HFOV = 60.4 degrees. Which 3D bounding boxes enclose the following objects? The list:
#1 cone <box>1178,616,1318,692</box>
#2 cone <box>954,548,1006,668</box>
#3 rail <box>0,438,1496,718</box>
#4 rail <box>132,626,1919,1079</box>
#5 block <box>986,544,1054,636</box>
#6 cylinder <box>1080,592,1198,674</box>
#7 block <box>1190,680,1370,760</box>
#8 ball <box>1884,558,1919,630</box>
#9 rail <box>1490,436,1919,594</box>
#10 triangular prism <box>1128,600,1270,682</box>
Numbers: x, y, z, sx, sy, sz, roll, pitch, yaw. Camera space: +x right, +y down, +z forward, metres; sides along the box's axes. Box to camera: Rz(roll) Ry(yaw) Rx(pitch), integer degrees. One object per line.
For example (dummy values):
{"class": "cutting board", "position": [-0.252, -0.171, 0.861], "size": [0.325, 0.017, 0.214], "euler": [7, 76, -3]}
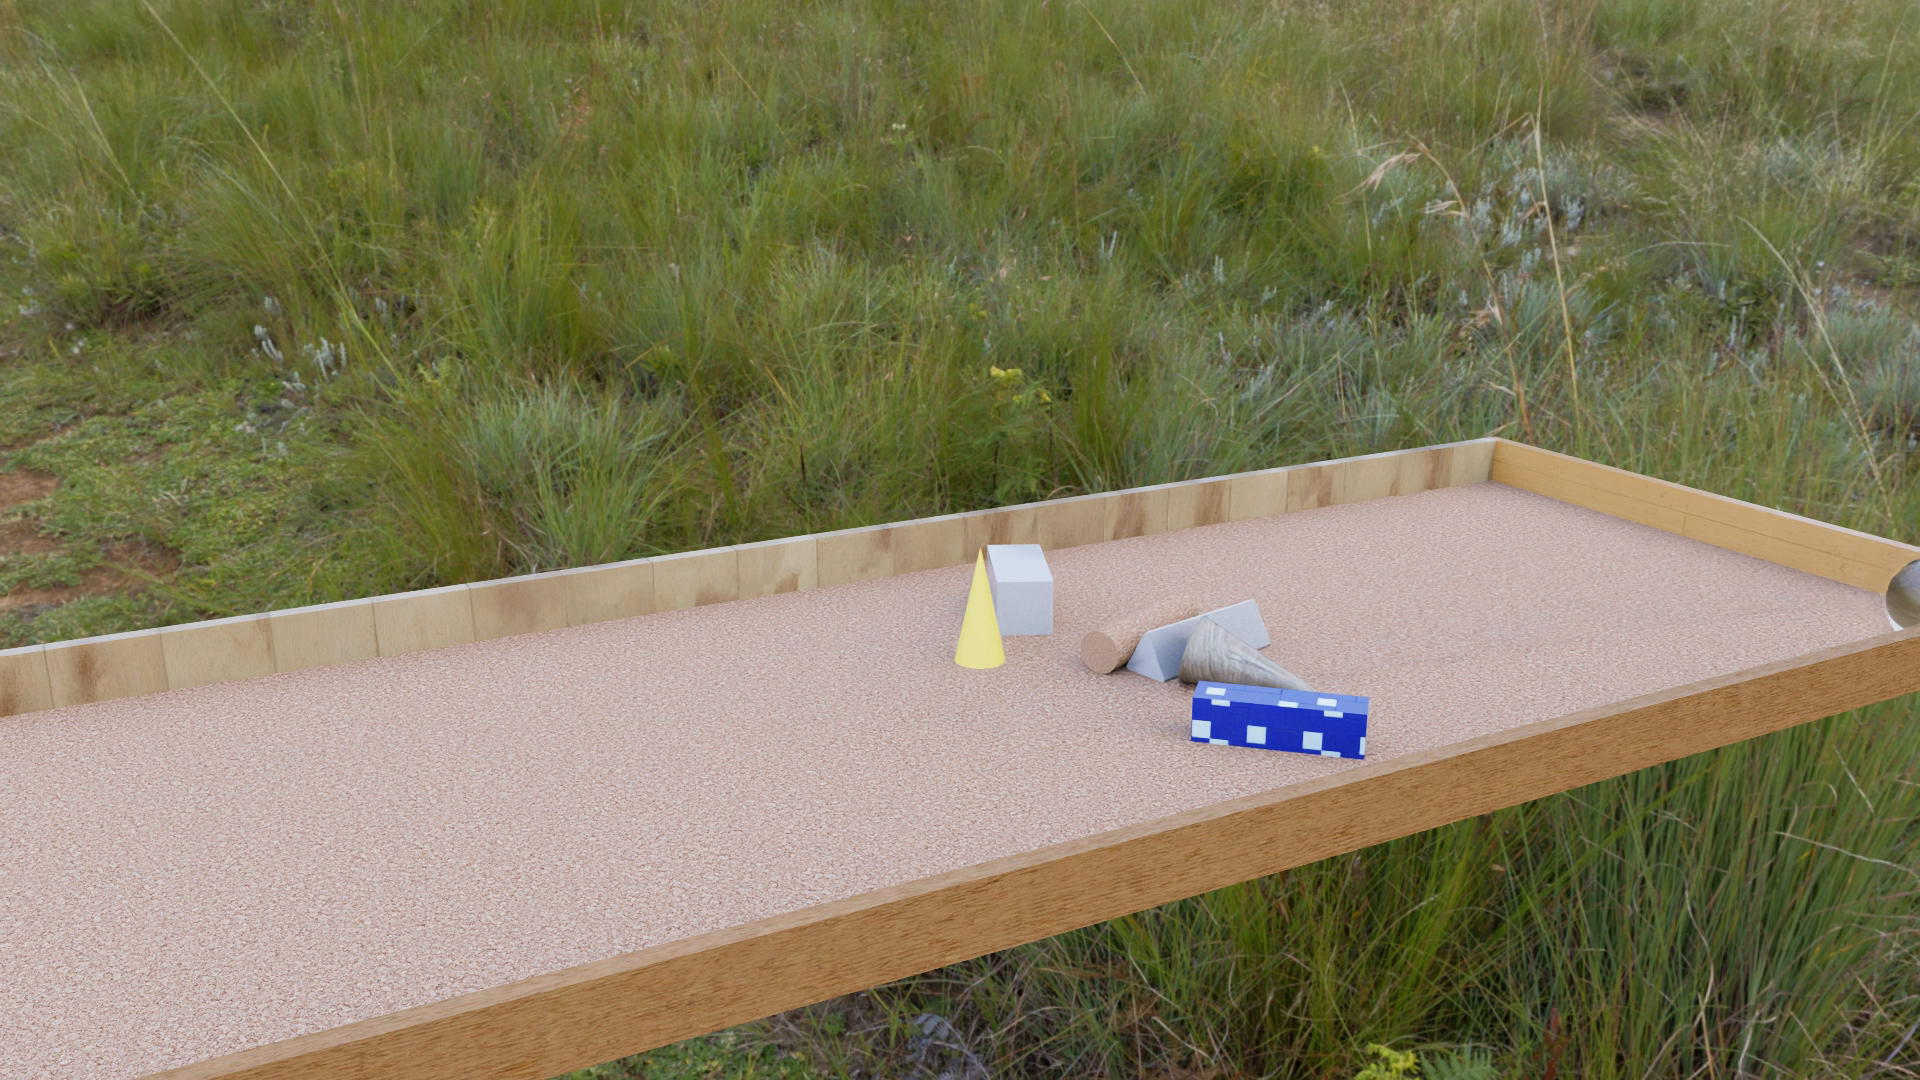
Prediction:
{"class": "cone", "position": [0.748, 0.334, 4.064], "size": [0.377, 0.176, 0.176], "euler": [21, 23, 19]}
{"class": "cone", "position": [0.052, 0.164, 4.251], "size": [0.133, 0.307, 0.133], "euler": [0, 16, 0]}
{"class": "rail", "position": [-3.305, 0.497, 3.399], "size": [12.000, 0.150, 0.050], "euler": [-9, 18, -27]}
{"class": "rail", "position": [-2.336, 1.006, 1.665], "size": [12.000, 0.150, 0.050], "euler": [-9, 18, -27]}
{"class": "block", "position": [0.165, 0.136, 4.623], "size": [0.152, 0.152, 0.351], "euler": [-1, 16, -3]}
{"class": "cylinder", "position": [0.477, 0.239, 4.340], "size": [0.113, 0.113, 0.410], "euler": [12, 20, 35]}
{"class": "block", "position": [0.731, 0.410, 3.769], "size": [0.387, 0.108, 0.108], "euler": [4, 17, 15]}
{"class": "ball", "position": [2.582, 0.166, 4.352], "size": [0.247, 0.247, 0.247], "euler": [0, 16, 0]}
{"class": "rail", "position": [2.466, -0.048, 5.253], "size": [0.050, 0.150, 2.100], "euler": [-9, 18, -27]}
{"class": "triangular prism", "position": [0.627, 0.249, 4.295], "size": [0.413, 0.113, 0.130], "euler": [-13, 21, -38]}
